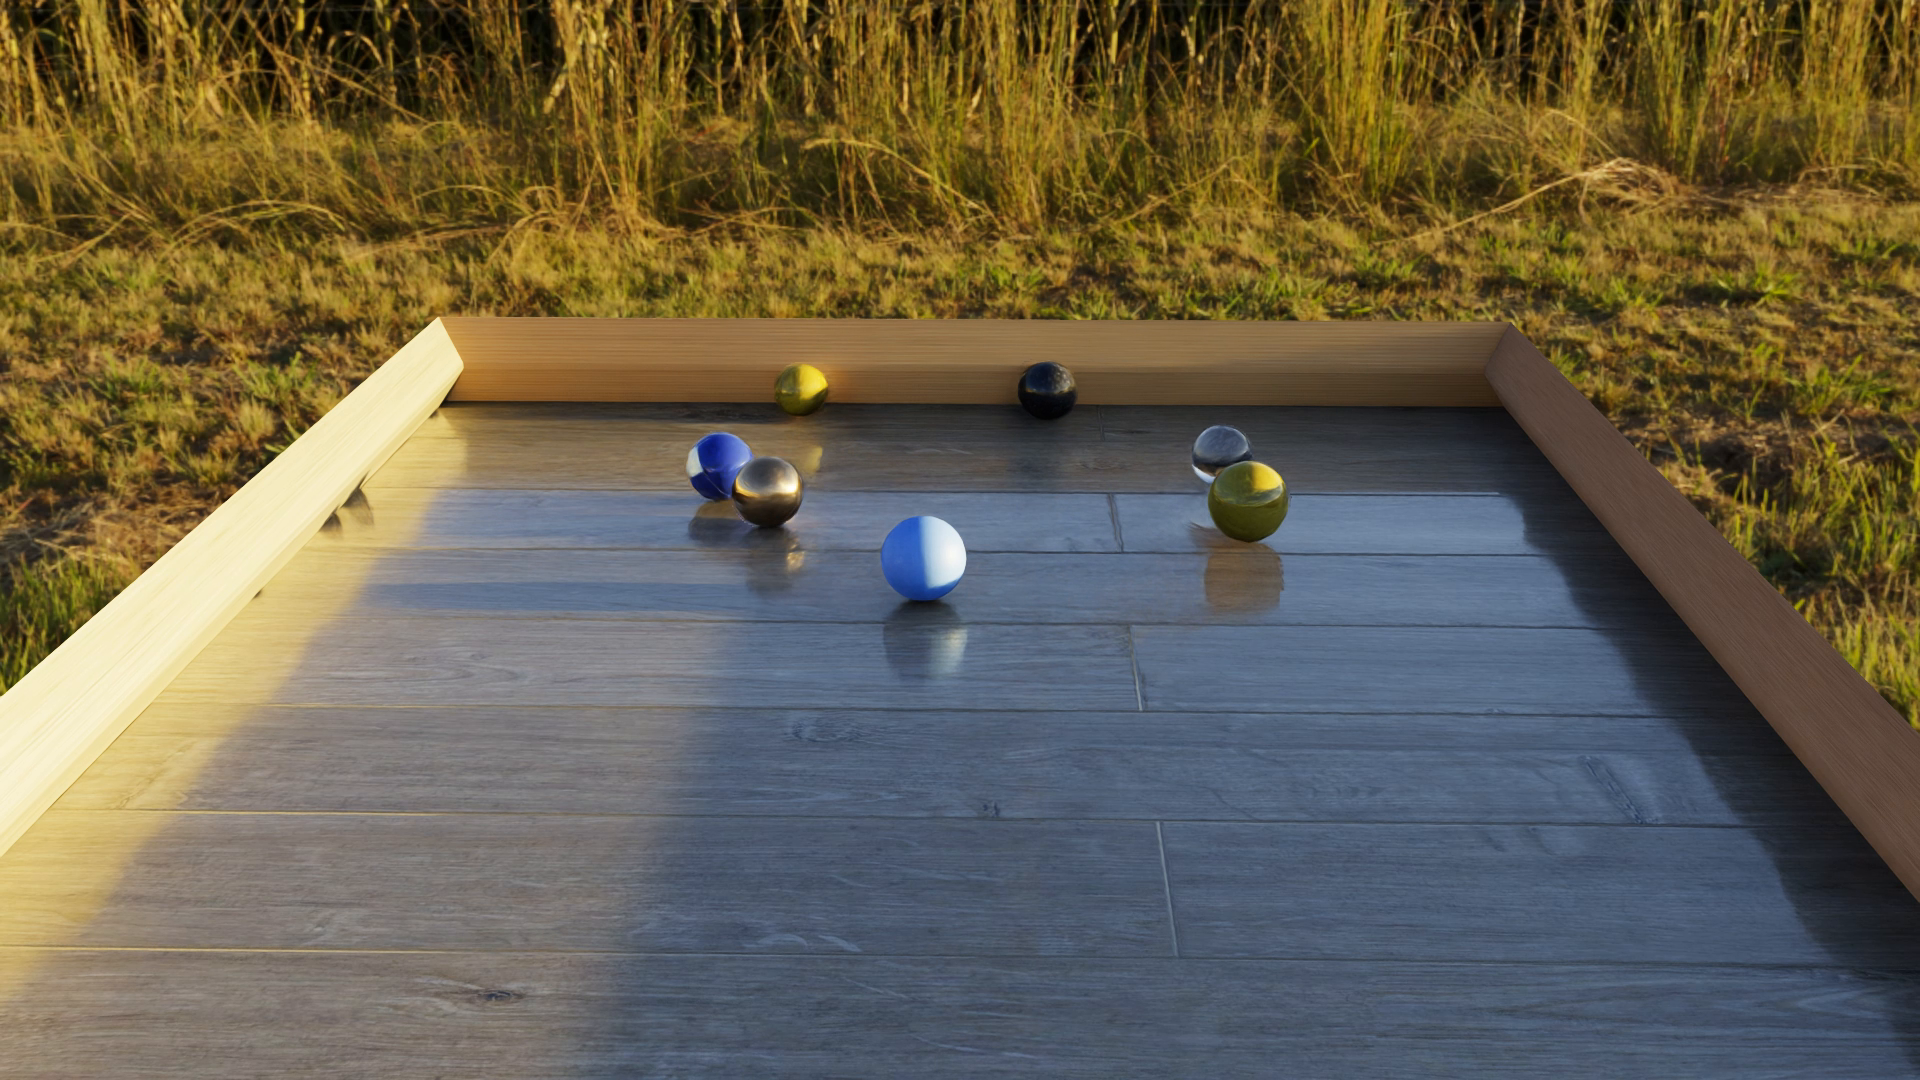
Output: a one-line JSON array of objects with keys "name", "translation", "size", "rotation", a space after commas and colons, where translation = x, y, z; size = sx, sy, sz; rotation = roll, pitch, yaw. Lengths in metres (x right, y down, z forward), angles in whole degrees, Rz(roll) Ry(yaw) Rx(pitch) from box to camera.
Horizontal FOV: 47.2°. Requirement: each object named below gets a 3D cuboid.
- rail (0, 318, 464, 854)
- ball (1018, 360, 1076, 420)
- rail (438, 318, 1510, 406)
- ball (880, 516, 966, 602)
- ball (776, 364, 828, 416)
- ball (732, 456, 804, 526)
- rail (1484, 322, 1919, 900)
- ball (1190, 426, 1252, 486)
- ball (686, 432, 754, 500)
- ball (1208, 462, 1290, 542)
[{"name": "rail", "translation": [-0.803, 0.225, 1.819], "size": [0.045, 0.129, 3.214], "rotation": [0, 18, 1]}, {"name": "ball", "translation": [0.129, -0.221, 3.249], "size": [0.087, 0.087, 0.087], "rotation": [0, 18, 0]}, {"name": "rail", "translation": [0.017, -0.263, 3.307], "size": [1.617, 0.129, 0.045], "rotation": [0, 18, 1]}, {"name": "ball", "translation": [-0.041, 0.021, 2.496], "size": [0.097, 0.097, 0.097], "rotation": [0, 18, 0]}, {"name": "ball", "translation": [-0.236, -0.223, 3.269], "size": [0.078, 0.078, 0.078], "rotation": [0, 18, 0]}, {"name": "ball", "translation": [-0.241, -0.061, 2.757], "size": [0.090, 0.090, 0.090], "rotation": [0, 18, 0]}, {"name": "rail", "translation": [0.767, 0.236, 1.786], "size": [0.045, 0.129, 3.214], "rotation": [0, 18, 1]}, {"name": "ball", "translation": [0.348, -0.111, 2.922], "size": [0.082, 0.082, 0.082], "rotation": [0, 18, 0]}, {"name": "ball", "translation": [-0.312, -0.096, 2.863], "size": [0.089, 0.089, 0.089], "rotation": [0, 18, 0]}, {"name": "ball", "translation": [0.354, -0.047, 2.700], "size": [0.099, 0.099, 0.099], "rotation": [0, 18, 0]}]
